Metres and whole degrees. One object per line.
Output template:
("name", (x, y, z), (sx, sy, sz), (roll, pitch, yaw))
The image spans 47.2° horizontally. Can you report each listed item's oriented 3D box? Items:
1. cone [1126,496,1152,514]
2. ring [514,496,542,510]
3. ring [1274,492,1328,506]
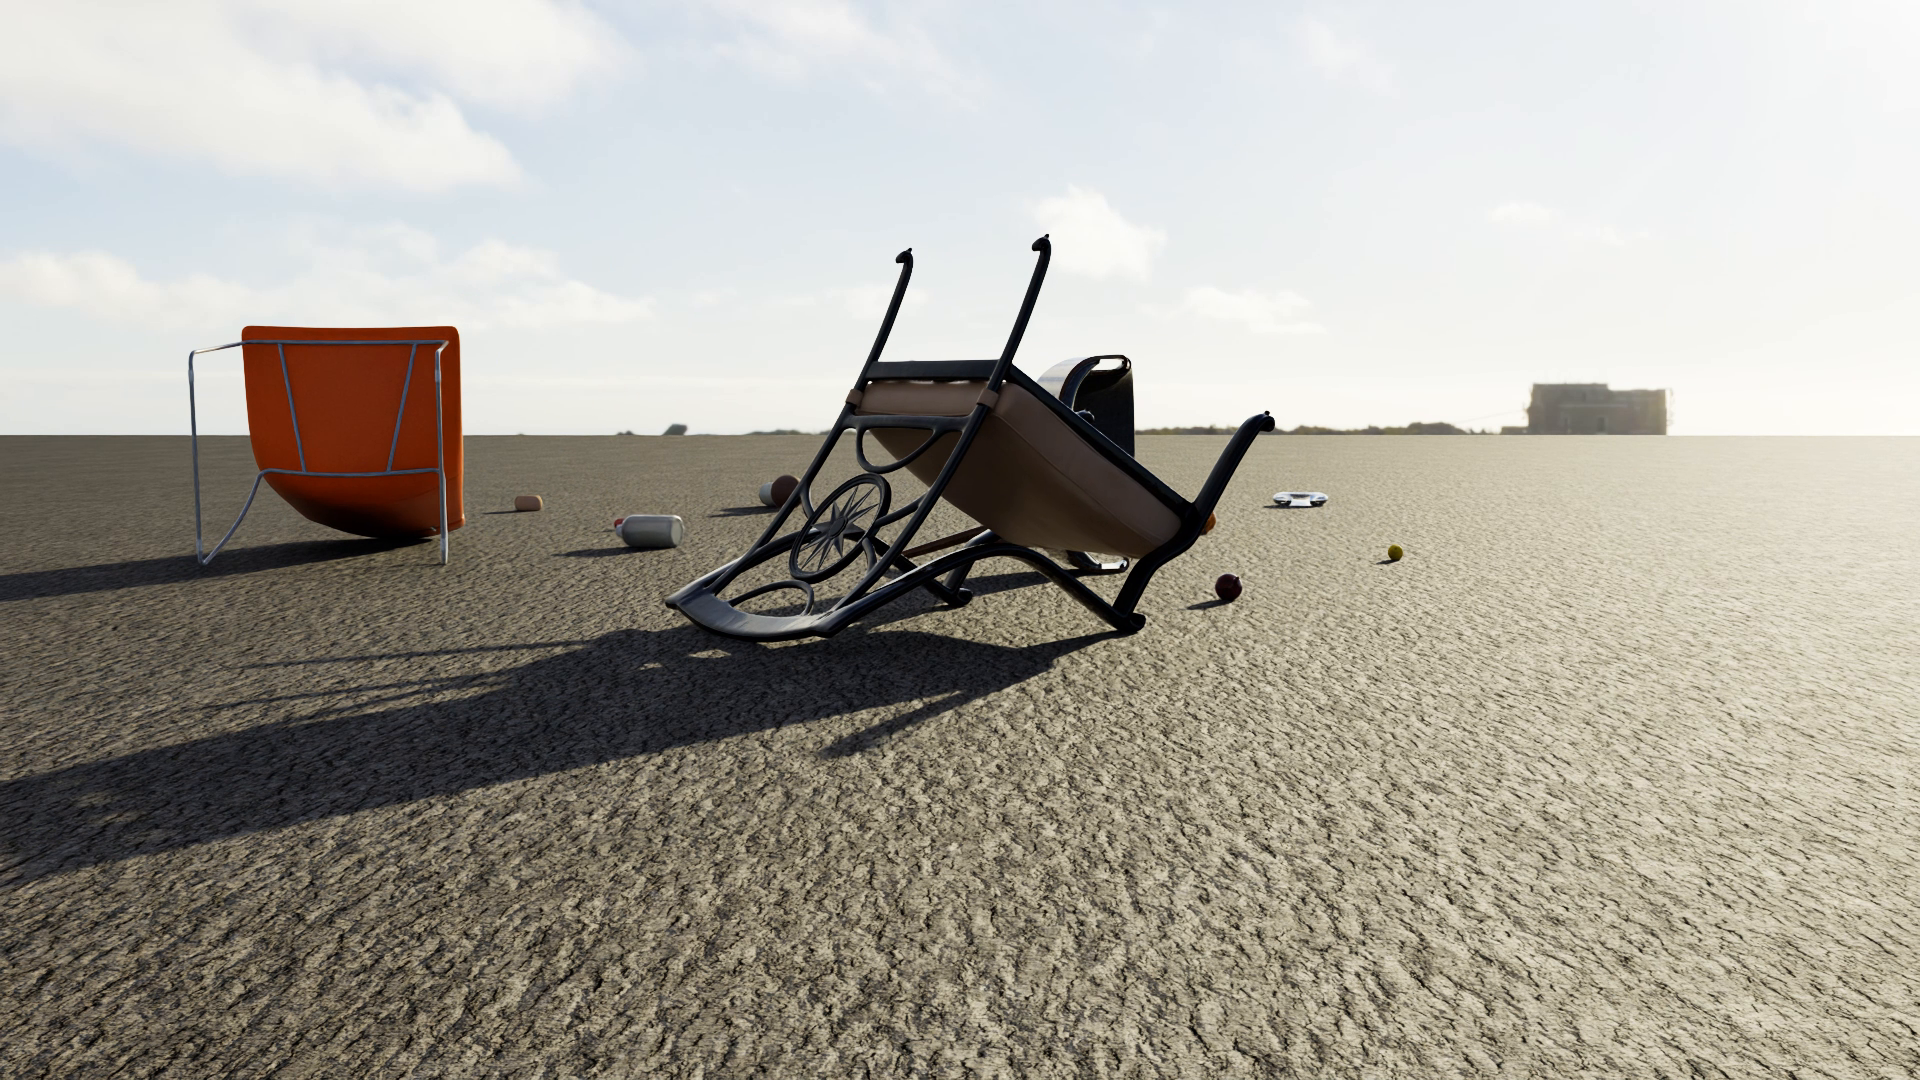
("cone", (0.660, -0.110, 7.911), (0.065, 0.067, 0.134), (35, -2, -35))
("ring", (-1.596, -0.136, 8.135), (0.101, 0.056, 0.097), (-1, 2, -34))
("ring", (1.317, -0.159, 8.510), (0.213, 0.049, 0.207), (-1, 3, -24))
